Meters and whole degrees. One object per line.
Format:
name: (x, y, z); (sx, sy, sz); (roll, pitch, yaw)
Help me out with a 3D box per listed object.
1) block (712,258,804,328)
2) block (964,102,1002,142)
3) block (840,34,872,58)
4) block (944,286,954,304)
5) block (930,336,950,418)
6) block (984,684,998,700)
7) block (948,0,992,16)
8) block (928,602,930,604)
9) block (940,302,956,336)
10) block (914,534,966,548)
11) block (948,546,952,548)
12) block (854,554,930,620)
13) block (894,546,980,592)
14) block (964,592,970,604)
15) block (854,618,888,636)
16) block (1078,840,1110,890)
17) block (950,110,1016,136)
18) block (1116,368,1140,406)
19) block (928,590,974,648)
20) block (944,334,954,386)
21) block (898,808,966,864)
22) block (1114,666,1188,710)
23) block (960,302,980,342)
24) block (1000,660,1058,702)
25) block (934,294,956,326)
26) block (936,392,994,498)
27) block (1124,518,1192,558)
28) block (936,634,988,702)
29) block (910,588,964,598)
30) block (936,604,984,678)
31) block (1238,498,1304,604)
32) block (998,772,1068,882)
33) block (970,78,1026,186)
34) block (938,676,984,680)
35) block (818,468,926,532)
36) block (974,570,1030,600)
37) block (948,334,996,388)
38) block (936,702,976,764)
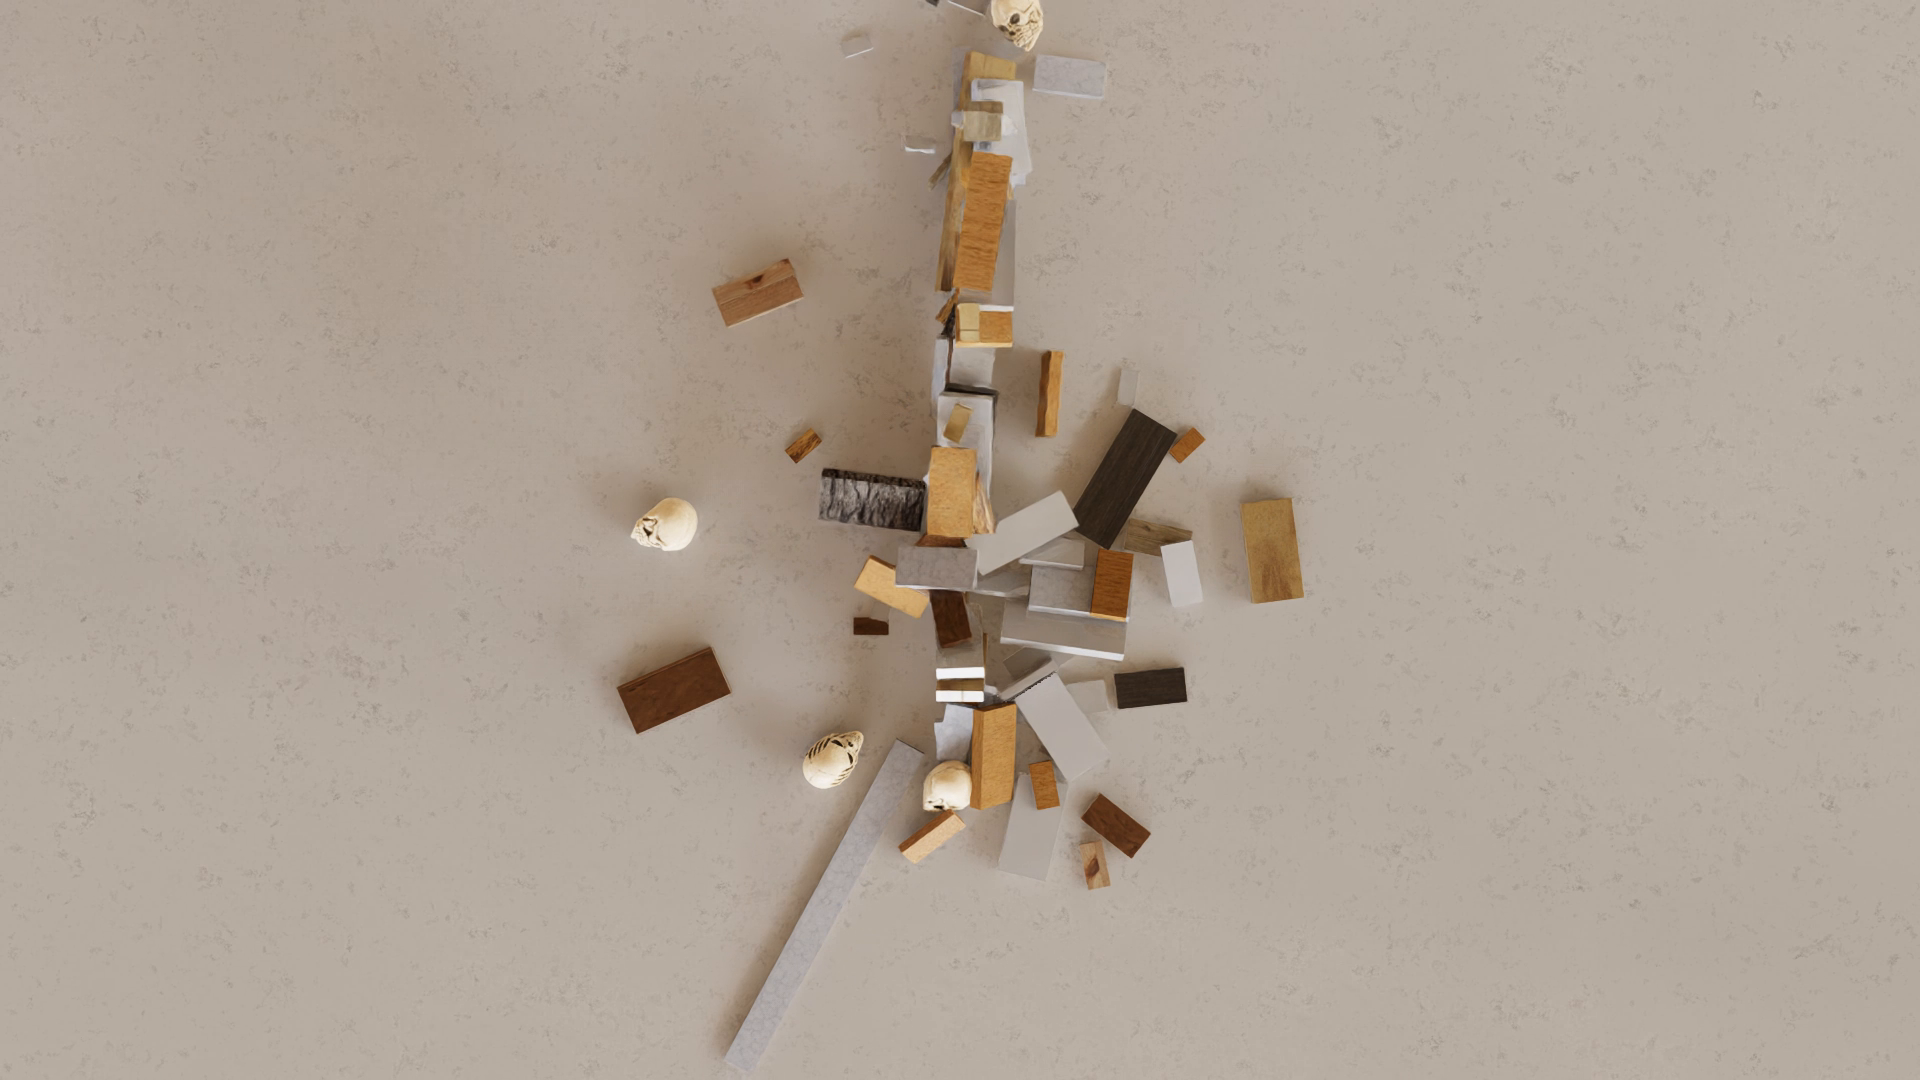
block: (-0.671, -0.819, 5.481); (0.275, 0.039, 0.137); (-22, 90, 0)
block: (0.069, -1.276, 5.035); (0.116, 0.231, 0.033); (2, 82, 0)
block: (-0.346, -1.645, 5.493); (0.100, 0.014, 0.050); (-20, 90, 0)
block: (0.006, -0.817, 5.400); (0.064, 0.018, 0.128); (19, 111, -30)
block: (-0.021, -0.531, 5.425); (0.135, 0.038, 0.270); (6, 115, 0)
block: (0.065, 0.496, 5.401); (0.077, 0.153, 0.022); (14, 74, -10)
block: (0.032, -1.801, 5.491); (0.134, 0.019, 0.067); (22, 90, 0)
block: (-0.151, 0.172, 5.491); (0.123, 0.017, 0.062); (40, 90, 0)
block: (0.034, -0.719, 5.392); (0.135, 0.038, 0.270); (19, 112, -13)
block: (-0.091, 0.046, 5.414); (0.121, 0.034, 0.241); (37, 113, -12)
block: (-0.017, 0.115, 5.392); (0.090, 0.025, 0.179); (12, 107, -11)
block: (-0.214, 0.154, 5.435); (0.241, 0.034, 0.121); (26, 113, -7)
block: (-0.073, 0.092, 5.313); (0.263, 0.037, 0.131); (3, 75, 15)
block: (-0.002, 0.176, 5.469); (0.062, 0.017, 0.123); (-2, 68, 0)
block: (-0.296, 0.287, 5.492); (0.117, 0.017, 0.059); (0, 90, 0)
block: (0.449, 1.081, 5.489); (0.076, 0.022, 0.152); (-12, 90, 0)
block: (0.077, -1.315, 5.199); (0.130, 0.259, 0.037); (-5, 91, 20)
block: (0.559, -0.507, 5.492); (0.058, 0.016, 0.116); (10, 90, 0)
block: (-0.031, 0.235, 5.287); (0.104, 0.030, 0.209); (-16, 64, 7)
block: (0.021, -0.524, 5.343); (0.132, 0.037, 0.265); (7, 110, 1)
block: (-0.092, 0.978, 5.448); (0.214, 0.107, 0.030); (-37, 52, 0)
block: (0.633, 0.491, 5.484); (0.231, 0.033, 0.116); (-6, 90, 0)
block: (0.029, -0.653, 4.943); (0.057, 0.016, 0.114); (-1, 106, 0)
block: (0.225, 0.459, 5.415); (0.209, 0.104, 0.030); (-32, 89, 0)
block: (-0.017, -0.760, 5.403); (0.064, 0.018, 0.128); (32, 104, -34)
block: (0.014, -0.295, 5.216); (0.169, 0.048, 0.338); (6, 114, 7)
block: (0.658, 0.001, 5.485); (0.211, 0.030, 0.105); (12, 90, 0)
block: (0.009, 0.411, 5.360); (0.149, 0.299, 0.042); (0, 125, 4)
block: (-0.079, 0.149, 5.372); (0.179, 0.025, 0.090); (27, 107, 6)
block: (-0.001, 0.323, 5.320); (0.149, 0.299, 0.042); (-2, 130, 1)
block: (1.034, 0.036, 5.476); (0.167, 0.047, 0.334); (-7, 90, 0)
block: (0.242, 0.952, 5.477); (0.164, 0.046, 0.328); (14, 90, 0)
block: (0.126, -1.336, 5.416); (0.168, 0.048, 0.336); (-3, 95, -25)
block: (-0.002, 0.334, 5.373); (0.149, 0.299, 0.042); (-3, 130, 0)
block: (-0.290, -0.130, 5.433); (0.339, 0.048, 0.170); (7, 124, 0)
block: (0.142, 0.143, 5.463); (0.179, 0.025, 0.090); (6, 54, 0)
block: (0.034, -0.530, 5.249); (0.132, 0.037, 0.265); (8, 113, -2)
block: (-0.012, 0.629, 5.382); (0.099, 0.028, 0.197); (11, 106, -1)
